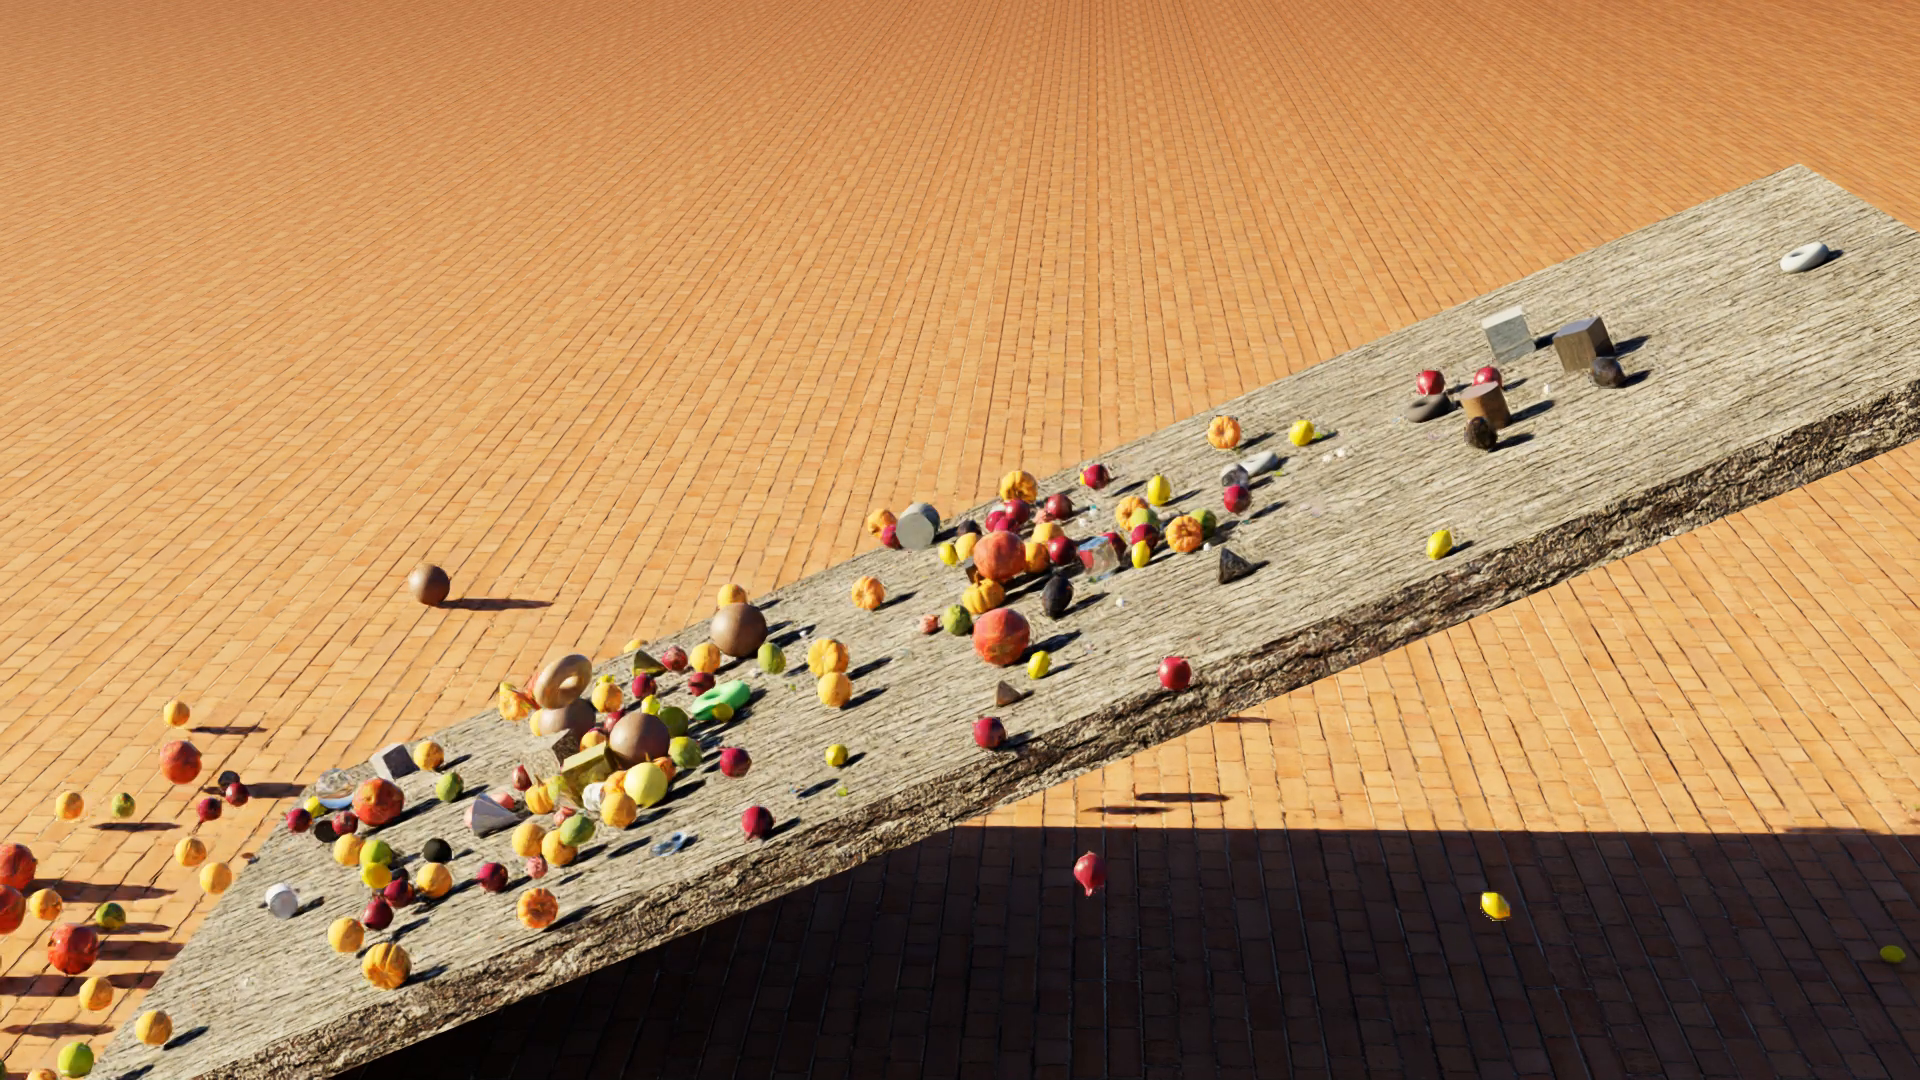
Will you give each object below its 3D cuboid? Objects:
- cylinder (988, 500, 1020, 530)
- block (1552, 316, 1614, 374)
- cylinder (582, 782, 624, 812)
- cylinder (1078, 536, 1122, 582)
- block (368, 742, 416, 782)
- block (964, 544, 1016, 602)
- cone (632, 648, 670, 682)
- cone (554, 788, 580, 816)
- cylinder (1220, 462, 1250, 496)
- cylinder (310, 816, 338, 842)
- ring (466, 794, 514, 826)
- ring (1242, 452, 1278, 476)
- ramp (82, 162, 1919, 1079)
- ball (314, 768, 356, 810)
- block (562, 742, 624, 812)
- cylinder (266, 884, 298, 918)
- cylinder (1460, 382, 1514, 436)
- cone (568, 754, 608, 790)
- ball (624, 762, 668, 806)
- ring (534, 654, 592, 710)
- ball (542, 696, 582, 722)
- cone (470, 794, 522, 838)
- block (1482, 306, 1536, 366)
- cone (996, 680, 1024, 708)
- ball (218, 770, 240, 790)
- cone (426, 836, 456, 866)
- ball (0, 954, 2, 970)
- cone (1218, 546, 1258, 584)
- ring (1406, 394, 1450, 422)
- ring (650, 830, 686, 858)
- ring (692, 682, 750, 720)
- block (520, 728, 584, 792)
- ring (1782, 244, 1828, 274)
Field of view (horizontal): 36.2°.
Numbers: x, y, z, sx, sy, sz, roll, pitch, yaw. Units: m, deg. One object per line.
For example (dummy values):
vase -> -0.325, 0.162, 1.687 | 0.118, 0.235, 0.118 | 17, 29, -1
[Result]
cylinder -> 0.105, -0.058, 6.902 | 0.053, 0.053, 0.053 | -34, 29, -23
block -> 1.286, -0.404, 6.069 | 0.081, 0.081, 0.081 | -14, 16, 39
cylinder -> -0.735, 0.530, 6.060 | 0.060, 0.060, 0.060 | -13, 2, -40
cylinder -> 0.291, 0.039, 6.130 | 0.072, 0.072, 0.072 | -23, 13, 6
block -> -1.390, 0.543, 7.200 | 0.067, 0.067, 0.067 | -34, 16, -36
block -> 0.065, 0.073, 6.383 | 0.084, 0.084, 0.084 | -23, 13, 5
cone -> -0.729, 0.305, 7.020 | 0.080, 0.080, 0.080 | 7, 16, 13
cone -> -0.810, 0.557, 6.162 | 0.060, 0.060, 0.060 | -14, 21, -42
cylinder -> 0.588, -0.130, 6.294 | 0.059, 0.059, 0.059 | 1, 14, 2
cylinder -> -1.483, 0.675, 6.857 | 0.053, 0.053, 0.053 | -7, 6, -23
ring -> -1.025, 0.589, 6.408 | 0.114, 0.038, 0.114 | -22, 14, 6
ring -> 0.649, -0.165, 6.393 | 0.092, 0.031, 0.092 | -22, 12, 5
ramp -> 0.131, 0.170, 6.285 | 4.000, 0.100, 2.000 | -23, 13, 8
ball -> -1.509, 0.602, 7.108 | 0.099, 0.099, 0.099 | 0, 15, 0
block -> -0.769, 0.496, 6.178 | 0.096, 0.096, 0.096 | -24, 13, 2
cylinder -> -1.467, 0.781, 6.366 | 0.063, 0.063, 0.063 | -5, 10, -18
cylinder -> 1.058, -0.263, 5.915 | 0.083, 0.083, 0.083 | -23, 13, 6
cone -> -0.808, 0.478, 6.290 | 0.087, 0.087, 0.087 | -6, 23, -23
ball -> -0.635, 0.495, 5.953 | 0.088, 0.088, 0.088 | 0, 15, 0
ring -> -0.849, 0.303, 6.301 | 0.144, 0.144, 0.048 | -16, 50, -46
ball -> -0.943, 0.383, 6.953 | 0.096, 0.096, 0.096 | 0, 15, 0
cone -> -0.983, 0.593, 6.297 | 0.097, 0.097, 0.097 | 3, 15, 15
block -> 1.193, -0.444, 6.391 | 0.088, 0.088, 0.088 | -22, 13, 12
cone -> 0.100, 0.294, 5.557 | 0.052, 0.052, 0.052 | 8, 16, 14
ball -> -1.928, 0.634, 7.757 | 0.055, 0.055, 0.055 | 0, 15, 0
cone -> -1.102, 0.649, 6.237 | 0.062, 0.062, 0.062 | -3, 43, -13
ball -> -2.178, 0.939, 6.527 | 0.100, 0.100, 0.100 | 0, 15, 0
cone -> 0.543, 0.052, 5.701 | 0.073, 0.073, 0.073 | 6, 16, 11
ring -> 0.989, -0.278, 6.220 | 0.100, 0.033, 0.100 | -23, 14, 6
ring -> -0.556, 0.580, 5.604 | 0.076, 0.025, 0.076 | -27, 12, 6
ring -> -0.522, 0.351, 6.426 | 0.136, 0.045, 0.136 | -22, 13, 5
block -> -0.889, 0.484, 6.454 | 0.094, 0.094, 0.094 | -17, 15, 30
ring -> 1.740, -0.581, 6.058 | 0.100, 0.033, 0.100 | -25, 13, 6
